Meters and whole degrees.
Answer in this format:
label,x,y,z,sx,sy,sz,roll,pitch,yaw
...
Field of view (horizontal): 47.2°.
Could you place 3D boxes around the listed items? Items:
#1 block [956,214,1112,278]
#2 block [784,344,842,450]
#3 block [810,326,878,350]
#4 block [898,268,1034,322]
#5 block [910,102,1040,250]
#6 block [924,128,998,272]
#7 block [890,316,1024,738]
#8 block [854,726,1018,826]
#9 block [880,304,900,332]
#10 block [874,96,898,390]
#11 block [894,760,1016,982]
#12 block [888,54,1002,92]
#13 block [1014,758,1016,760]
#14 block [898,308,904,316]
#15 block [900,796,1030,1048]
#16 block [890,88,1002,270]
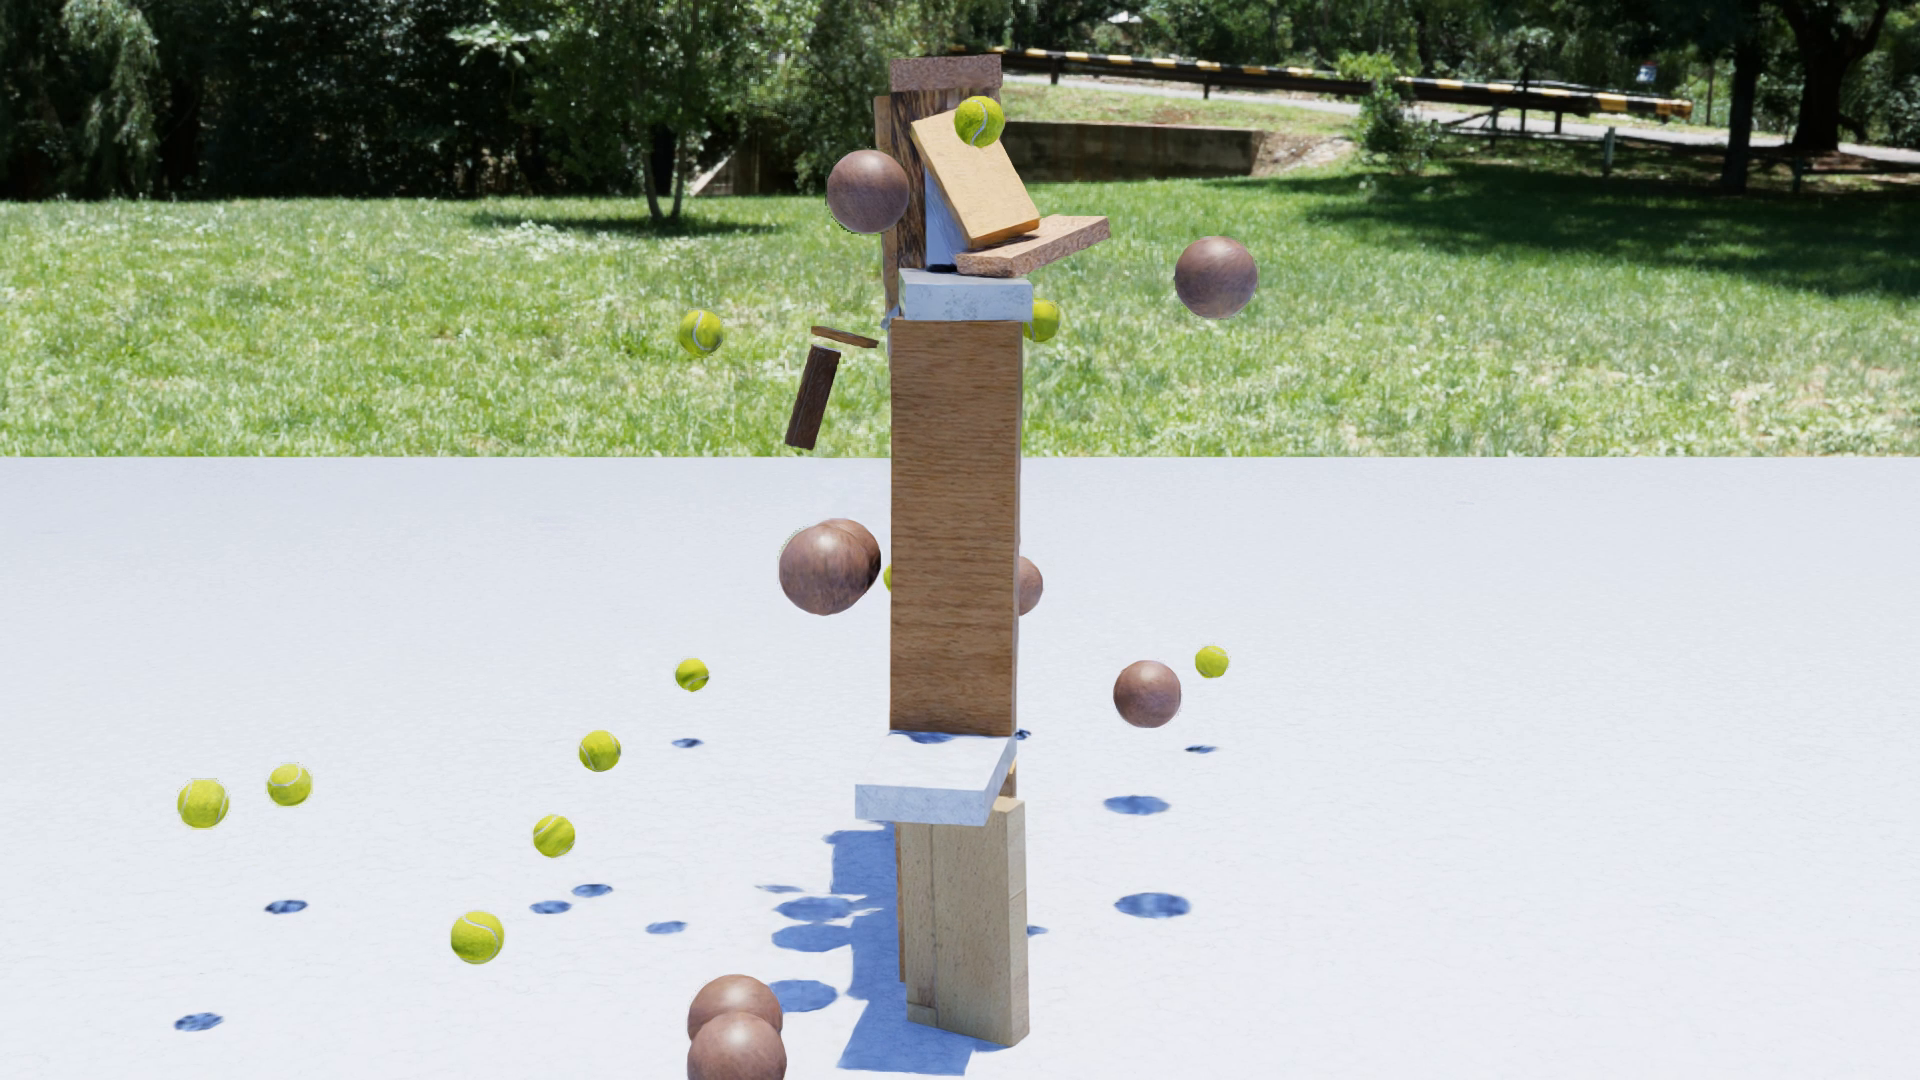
label,x,y,z,sx,sy,sz,roll,pitch,yaw
block,0.110,-0.438,3.273,0.112,0.032,0.223,10,28,42
block,-0.238,-0.230,3.550,0.048,0.170,0.014,12,19,-17
block,-0.180,-0.316,3.432,0.095,0.014,0.048,16,9,17
block,0.004,-0.361,3.220,0.178,0.050,0.356,0,10,-3
block,0.021,-0.543,3.279,0.112,0.223,0.032,-20,-23,-15
block,0.003,-0.518,3.342,0.112,0.223,0.032,0,-14,-5
block,-0.006,-0.018,3.127,0.178,0.591,0.050,3,10,11
block,-0.028,0.318,3.075,0.174,0.049,0.347,2,11,8
block,-0.082,-0.367,3.448,0.095,0.014,0.048,-40,-3,-23
block,-0.045,-0.511,3.772,0.174,0.497,0.049,-4,8,-9
block,-0.004,0.490,3.245,0.174,0.347,0.049,2,18,8
block,-0.028,-0.760,3.605,0.174,0.049,0.347,-3,10,-2
block,0.004,0.218,3.352,0.162,0.323,0.046,0,10,0
block,-0.003,-0.183,3.387,0.178,0.356,0.050,0,14,1
block,0.007,0.522,3.075,0.174,0.347,0.049,7,16,31
block,-0.017,-0.545,3.527,0.174,0.347,0.049,-3,10,-2
